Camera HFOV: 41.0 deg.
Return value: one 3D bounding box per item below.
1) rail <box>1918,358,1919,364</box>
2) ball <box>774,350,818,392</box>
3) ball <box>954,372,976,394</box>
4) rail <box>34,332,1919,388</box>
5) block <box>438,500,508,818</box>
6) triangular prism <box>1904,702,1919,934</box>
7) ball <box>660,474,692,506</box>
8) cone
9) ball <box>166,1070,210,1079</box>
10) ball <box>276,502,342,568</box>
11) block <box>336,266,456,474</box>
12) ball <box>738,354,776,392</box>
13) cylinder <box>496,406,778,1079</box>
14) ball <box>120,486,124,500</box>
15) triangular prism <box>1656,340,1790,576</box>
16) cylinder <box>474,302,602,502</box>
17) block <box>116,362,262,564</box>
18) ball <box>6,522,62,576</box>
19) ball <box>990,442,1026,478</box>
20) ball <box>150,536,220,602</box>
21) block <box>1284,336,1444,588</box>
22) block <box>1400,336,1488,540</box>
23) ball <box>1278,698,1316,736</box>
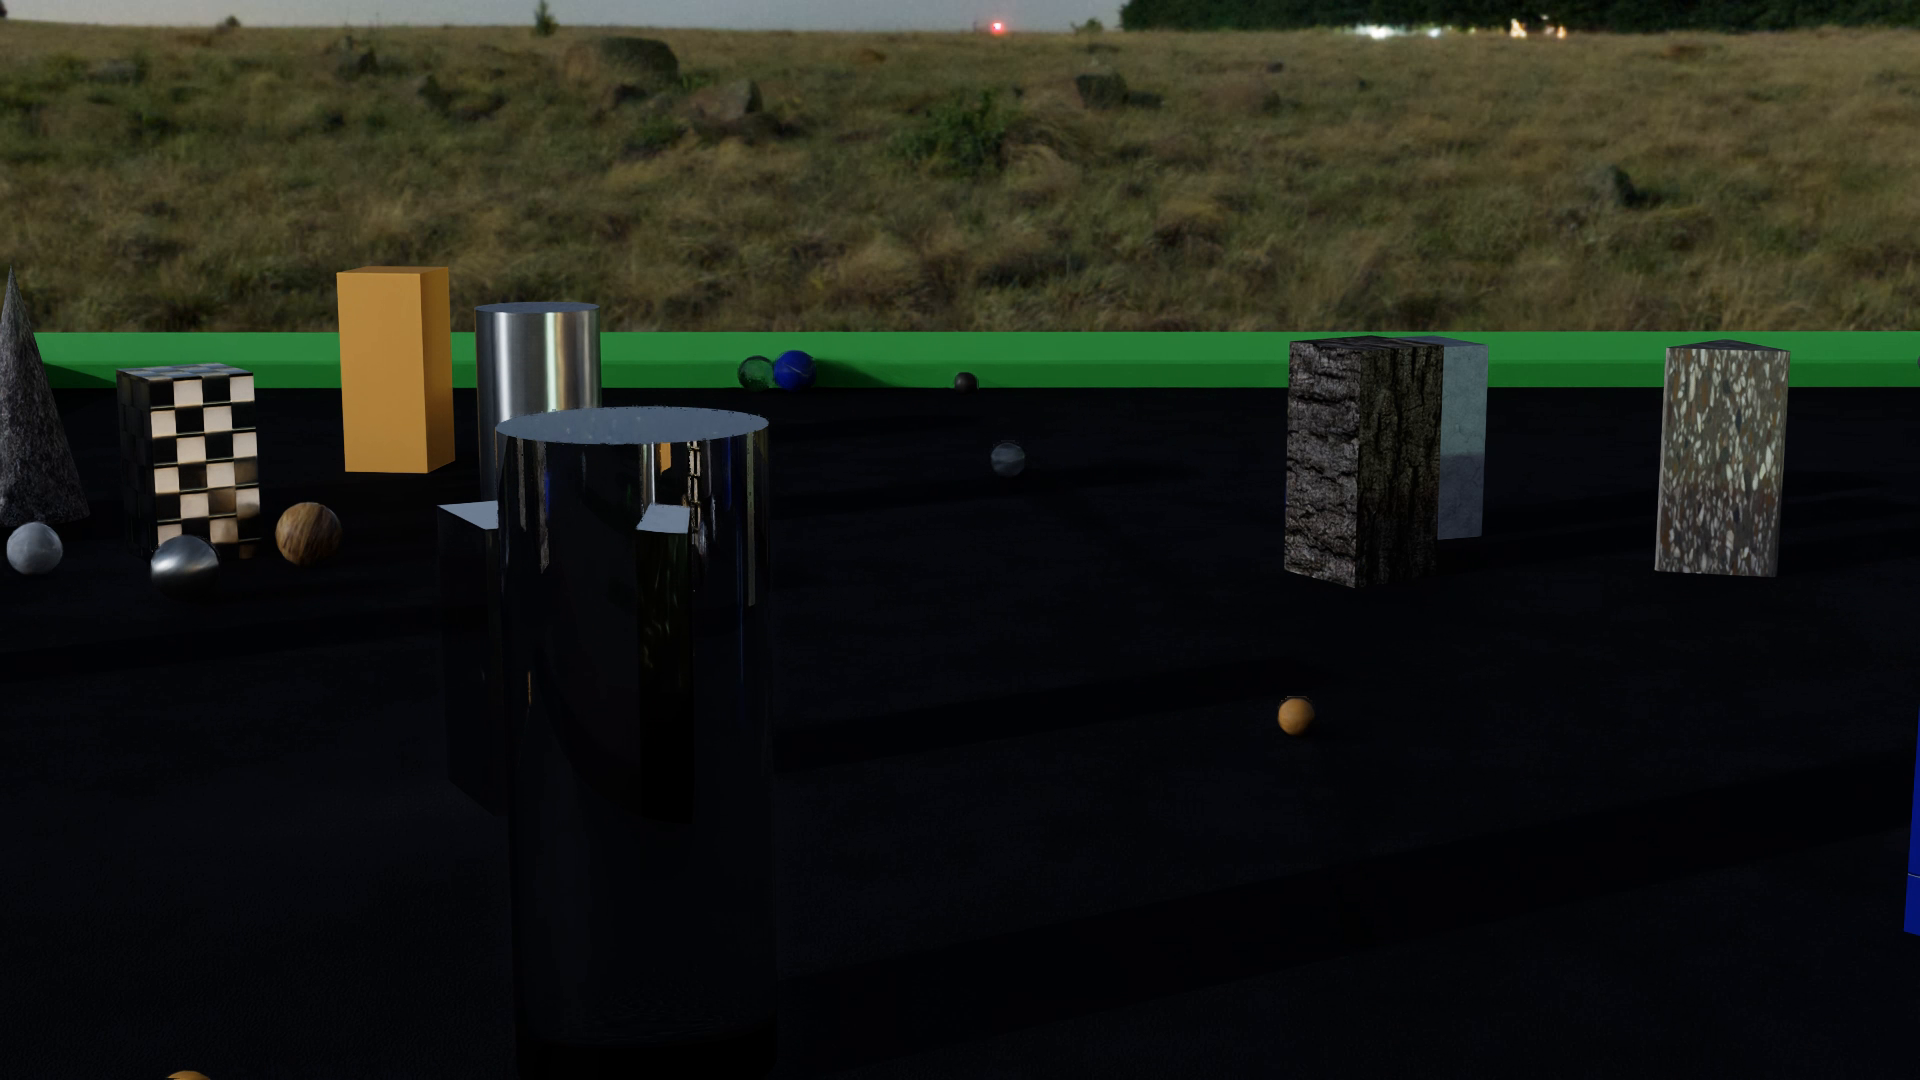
[{"bbox_3d":[2.197,0.030,3.462,0.045,0.125,4.828,0,11,0],"label":"rail"},{"bbox_3d":[-0.366,-0.377,5.731,0.096,0.096,0.096,0,11,0],"label":"ball"},{"bbox_3d":[0.012,-0.349,5.705,0.051,0.051,0.051,0,11,0],"label":"ball"},{"bbox_3d":[-0.014,-0.405,5.799,4.441,0.125,0.045,0,11,0],"label":"rail"},{"bbox_3d":[-0.424,0.112,2.587,0.154,0.286,0.154,-6,12,-28],"label":"block"},{"bbox_3d":[0.910,0.149,2.126,0.144,0.381,0.166,-7,13,-35],"label":"triangular prism"},{"bbox_3d":[-0.472,-0.083,4.272,0.053,0.053,0.053,0,11,0],"label":"ball"},{"bbox_3d":[-1.516,-0.240,4.135,0.192,0.411,0.192,0,11,0],"label":"cone"},{"bbox_3d":[-0.533,0.387,1.768,0.043,0.043,0.043,0,11,0],"label":"ball"},{"bbox_3d":[-0.951,-0.008,3.750,0.096,0.096,0.096,0,11,0],"label":"ball"},{"bbox_3d":[-1.024,-0.312,4.667,0.154,0.358,0.154,1,11,8],"label":"block"},{"bbox_3d":[-0.455,-0.372,5.741,0.084,0.084,0.084,0,11,0],"label":"ball"},{"bbox_3d":[-0.231,0.151,1.858,0.192,0.474,0.192,0,11,0],"label":"cylinder"},{"bbox_3d":[-1.335,-0.083,4.205,0.076,0.076,0.076,0,11,0],"label":"ball"},{"bbox_3d":[1.112,-0.124,3.746,0.166,0.325,0.144,3,11,16],"label":"triangular prism"},{"bbox_3d":[-0.655,-0.187,4.006,0.192,0.354,0.192,0,11,0],"label":"cylinder"},{"bbox_3d":[-1.149,-0.114,3.825,0.154,0.277,0.154,-7,13,-35],"label":"block"},{"bbox_3d":[-1.330,0.014,3.686,0.077,0.077,0.077,0,11,0],"label":"ball"},{"bbox_3d":[0.085,-0.142,4.562,0.062,0.062,0.062,0,11,0],"label":"ball"},{"bbox_3d":[-1.060,0.039,3.507,0.091,0.091,0.091,0,11,0],"label":"ball"},{"bbox_3d":[0.578,-0.116,3.680,0.154,0.334,0.154,-7,12,-32],"label":"block"},{"bbox_3d":[0.713,-0.161,4.015,0.154,0.299,0.154,-4,11,-22],"label":"block"},{"bbox_3d":[0.369,0.194,2.810,0.042,0.042,0.042,0,11,0],"label":"ball"}]
